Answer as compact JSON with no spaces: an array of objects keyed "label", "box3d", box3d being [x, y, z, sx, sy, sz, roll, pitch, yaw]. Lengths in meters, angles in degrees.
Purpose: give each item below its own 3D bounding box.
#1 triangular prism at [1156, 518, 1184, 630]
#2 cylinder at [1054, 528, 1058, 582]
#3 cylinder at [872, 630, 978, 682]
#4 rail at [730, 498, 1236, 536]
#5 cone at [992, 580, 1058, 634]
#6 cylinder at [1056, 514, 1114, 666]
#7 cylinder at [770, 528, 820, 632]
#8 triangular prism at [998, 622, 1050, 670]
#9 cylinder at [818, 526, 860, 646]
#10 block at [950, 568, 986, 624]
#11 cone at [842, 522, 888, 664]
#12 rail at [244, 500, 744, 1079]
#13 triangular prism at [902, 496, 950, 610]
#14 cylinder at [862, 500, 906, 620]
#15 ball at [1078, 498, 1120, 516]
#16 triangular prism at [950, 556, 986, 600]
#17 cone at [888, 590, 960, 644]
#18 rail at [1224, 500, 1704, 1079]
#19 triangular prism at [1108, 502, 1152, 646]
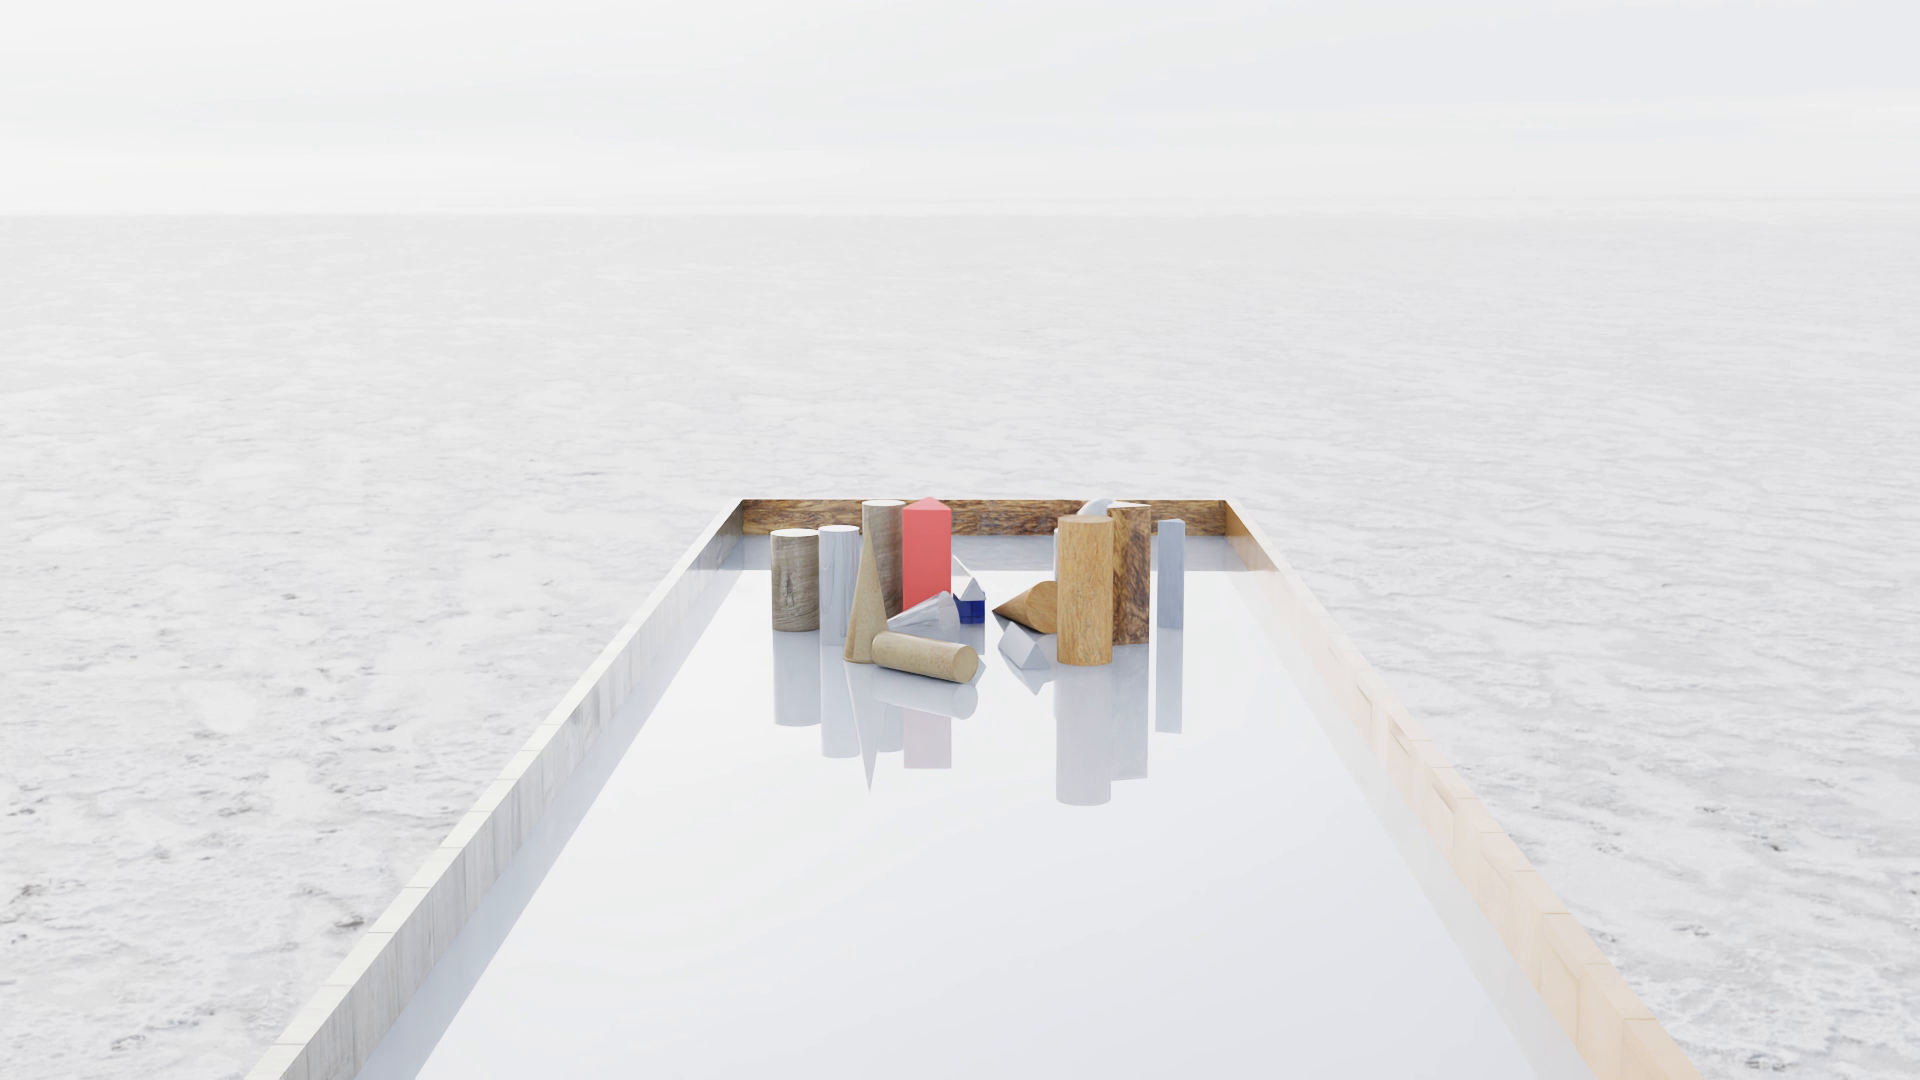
[{"label":"triangular prism","box3d":[0.701,0.109,7.199,0.091,0.351,0.079,4,10,23]},{"label":"cylinder","box3d":[0.384,0.123,7.236,0.153,0.312,0.153,0,9,0]},{"label":"cylinder","box3d":[-0.106,0.343,6.494,0.334,0.110,0.110,8,12,42]},{"label":"rail","box3d":[0.099,-0.098,9.147,2.100,0.150,0.050,0,9,1]},{"label":"cone","box3d":[0.197,0.229,7.296,0.172,0.172,0.430,-4,-1,-26]},{"label":"cylinder","box3d":[0.380,0.151,6.665,0.169,0.435,0.169,0,9,0]},{"label":"cylinder","box3d":[-0.534,0.131,7.178,0.164,0.314,0.164,0,9,0]},{"label":"triangular prism","box3d":[0.194,0.320,6.727,0.090,0.078,0.348,-2,9,-11]},{"label":"cylinder","box3d":[-0.381,0.143,6.943,0.127,0.364,0.127,0,9,0]},{"label":"block","box3d":[0.002,0.188,7.477,0.108,0.108,0.450,-1,9,-7]},{"label":"cone","box3d":[-0.279,0.149,6.689,0.158,0.432,0.158,0,9,0]},{"label":"rail","box3d":[-1.004,0.839,3.234,0.050,0.150,12.000,0,9,1]},{"label":"triangular prism","box3d":[-0.101,0.083,7.061,0.151,0.427,0.131,1,20,3]},{"label":"cylinder","box3d":[-0.248,0.081,7.191,0.140,0.409,0.140,0,9,0]},{"label":"ball","box3d":[0.560,-0.046,8.538,0.239,0.239,0.239,0,9,0]},{"label":"triangular prism","box3d":[0.010,0.122,7.294,0.087,0.076,0.435,-1,9,-9]},{"label":"cone","box3d":[-0.189,0.280,6.971,0.340,0.176,0.176,-12,4,21]},{"label":"rail","box3d":[1.046,0.843,3.208,0.050,0.150,12.000,0,9,1]},{"label":"triangular prism","box3d":[0.510,0.103,6.956,0.146,0.439,0.126,-3,9,-17]}]
